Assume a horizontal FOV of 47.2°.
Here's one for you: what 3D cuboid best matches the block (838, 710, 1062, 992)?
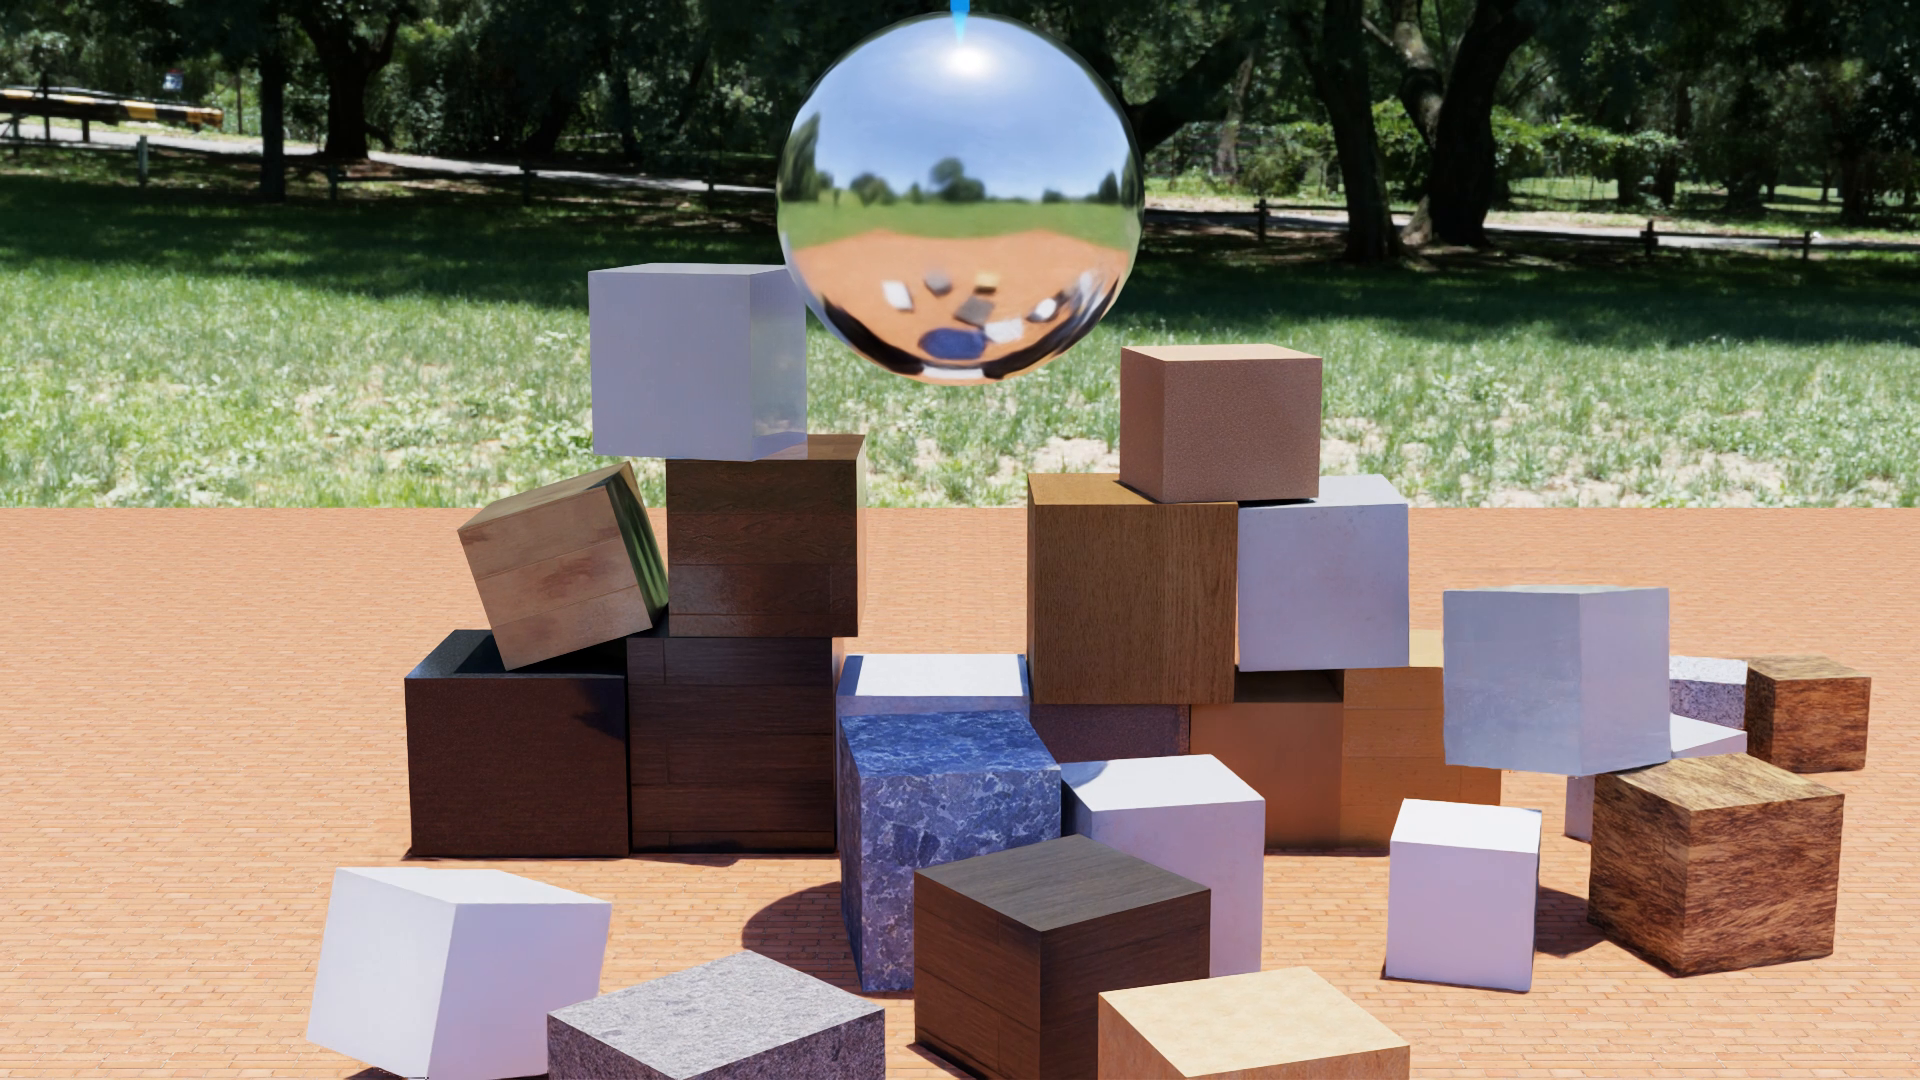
[{"bbox_3d":[-0.065,1.333,9.633,0.835,0.931,0.994,-1,10,-8],"label":"block"}]

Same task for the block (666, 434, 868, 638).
[{"bbox_3d":[-0.960,-0.039,11.161,0.925,0.881,0.927,0,10,0],"label":"block"}]

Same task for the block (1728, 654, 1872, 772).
[{"bbox_3d":[4.794,0.989,12.620,0.569,0.536,0.568,-2,10,-8],"label":"block"}]

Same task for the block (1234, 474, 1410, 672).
[{"bbox_3d":[1.806,0.152,11.245,0.833,0.816,0.943,-2,10,3],"label":"block"}]

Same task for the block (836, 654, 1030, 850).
[{"bbox_3d":[-0.132,1.082,11.388,0.957,0.797,0.898,0,10,0],"label":"block"}]

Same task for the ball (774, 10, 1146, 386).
[{"bbox_3d":[0.000,-1.463,9.479,1.600,1.600,1.600,0,10,0],"label":"ball"}]

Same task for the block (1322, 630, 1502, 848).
[{"bbox_3d":[2.310,1.012,11.386,0.800,0.935,0.830,0,10,0],"label":"block"}]

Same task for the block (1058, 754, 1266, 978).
[{"bbox_3d":[0.831,1.427,9.480,0.748,0.801,0.704,-2,11,-12],"label":"block"}]

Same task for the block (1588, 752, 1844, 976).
[{"bbox_3d":[3.332,1.416,9.738,0.782,0.730,0.688,-3,11,-18],"label":"block"}]

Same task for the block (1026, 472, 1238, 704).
[{"bbox_3d":[0.853,0.226,11.235,0.984,0.996,1.024,0,10,0],"label":"block"}]

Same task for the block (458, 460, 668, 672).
[{"bbox_3d":[-1.990,0.115,11.210,0.762,0.742,0.855,-17,10,3],"label":"block"}]

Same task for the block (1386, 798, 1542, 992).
[{"bbox_3d":[2.184,1.522,9.507,0.598,0.605,0.621,3,11,16],"label":"block"}]

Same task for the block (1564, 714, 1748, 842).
[{"bbox_3d":[3.529,1.236,11.166,0.602,0.574,0.624,-8,13,-36],"label":"block"}]

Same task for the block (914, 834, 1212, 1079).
[{"bbox_3d":[0.387,1.652,8.507,0.810,0.707,0.818,-7,13,-34],"label":"block"}]

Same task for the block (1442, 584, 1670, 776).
[{"bbox_3d":[2.700,0.615,9.949,0.743,0.787,0.701,-2,1,-43],"label":"block"}]

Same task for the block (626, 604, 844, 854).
[{"bbox_3d":[-1.129,0.931,11.365,1.007,1.101,1.012,0,10,0],"label":"block"}]

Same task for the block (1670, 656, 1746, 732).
[{"bbox_3d":[4.133,1.004,12.448,0.569,0.570,0.591,4,11,19],"label":"block"}]

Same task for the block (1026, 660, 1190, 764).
[{"bbox_3d":[0.744,1.099,11.370,0.782,0.770,0.868,0,10,0],"label":"block"}]

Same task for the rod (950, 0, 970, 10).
[{"bbox_3d":[0.000,-4.858,9.675,0.080,5.200,0.080,0,-3,0],"label":"rod"}]

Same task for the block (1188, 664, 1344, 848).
[{"bbox_3d":[1.525,1.105,11.373,0.760,0.756,0.813,0,10,0],"label":"block"}]

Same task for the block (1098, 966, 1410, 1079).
[{"bbox_3d":[0.948,1.896,7.246,0.776,0.678,0.715,-3,11,-18],"label":"block"}]

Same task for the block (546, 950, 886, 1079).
[{"bbox_3d":[-0.797,1.883,7.259,0.832,0.698,0.727,-10,14,-42],"label":"block"}]

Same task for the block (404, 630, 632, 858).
[{"bbox_3d":[-2.178,1.028,11.353,1.072,0.916,1.094,0,10,0],"label":"block"}]

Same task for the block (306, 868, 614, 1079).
[{"bbox_3d":[-1.880,1.624,8.299,0.671,0.645,0.794,8,-3,36],"label":"block"}]

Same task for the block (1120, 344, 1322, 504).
[{"bbox_3d":[1.296,-0.600,11.057,0.800,0.692,0.768,-2,10,-12],"label":"block"}]

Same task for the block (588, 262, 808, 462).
[{"bbox_3d":[-1.290,-0.904,10.959,0.830,0.893,0.798,3,11,15],"label":"block"}]
